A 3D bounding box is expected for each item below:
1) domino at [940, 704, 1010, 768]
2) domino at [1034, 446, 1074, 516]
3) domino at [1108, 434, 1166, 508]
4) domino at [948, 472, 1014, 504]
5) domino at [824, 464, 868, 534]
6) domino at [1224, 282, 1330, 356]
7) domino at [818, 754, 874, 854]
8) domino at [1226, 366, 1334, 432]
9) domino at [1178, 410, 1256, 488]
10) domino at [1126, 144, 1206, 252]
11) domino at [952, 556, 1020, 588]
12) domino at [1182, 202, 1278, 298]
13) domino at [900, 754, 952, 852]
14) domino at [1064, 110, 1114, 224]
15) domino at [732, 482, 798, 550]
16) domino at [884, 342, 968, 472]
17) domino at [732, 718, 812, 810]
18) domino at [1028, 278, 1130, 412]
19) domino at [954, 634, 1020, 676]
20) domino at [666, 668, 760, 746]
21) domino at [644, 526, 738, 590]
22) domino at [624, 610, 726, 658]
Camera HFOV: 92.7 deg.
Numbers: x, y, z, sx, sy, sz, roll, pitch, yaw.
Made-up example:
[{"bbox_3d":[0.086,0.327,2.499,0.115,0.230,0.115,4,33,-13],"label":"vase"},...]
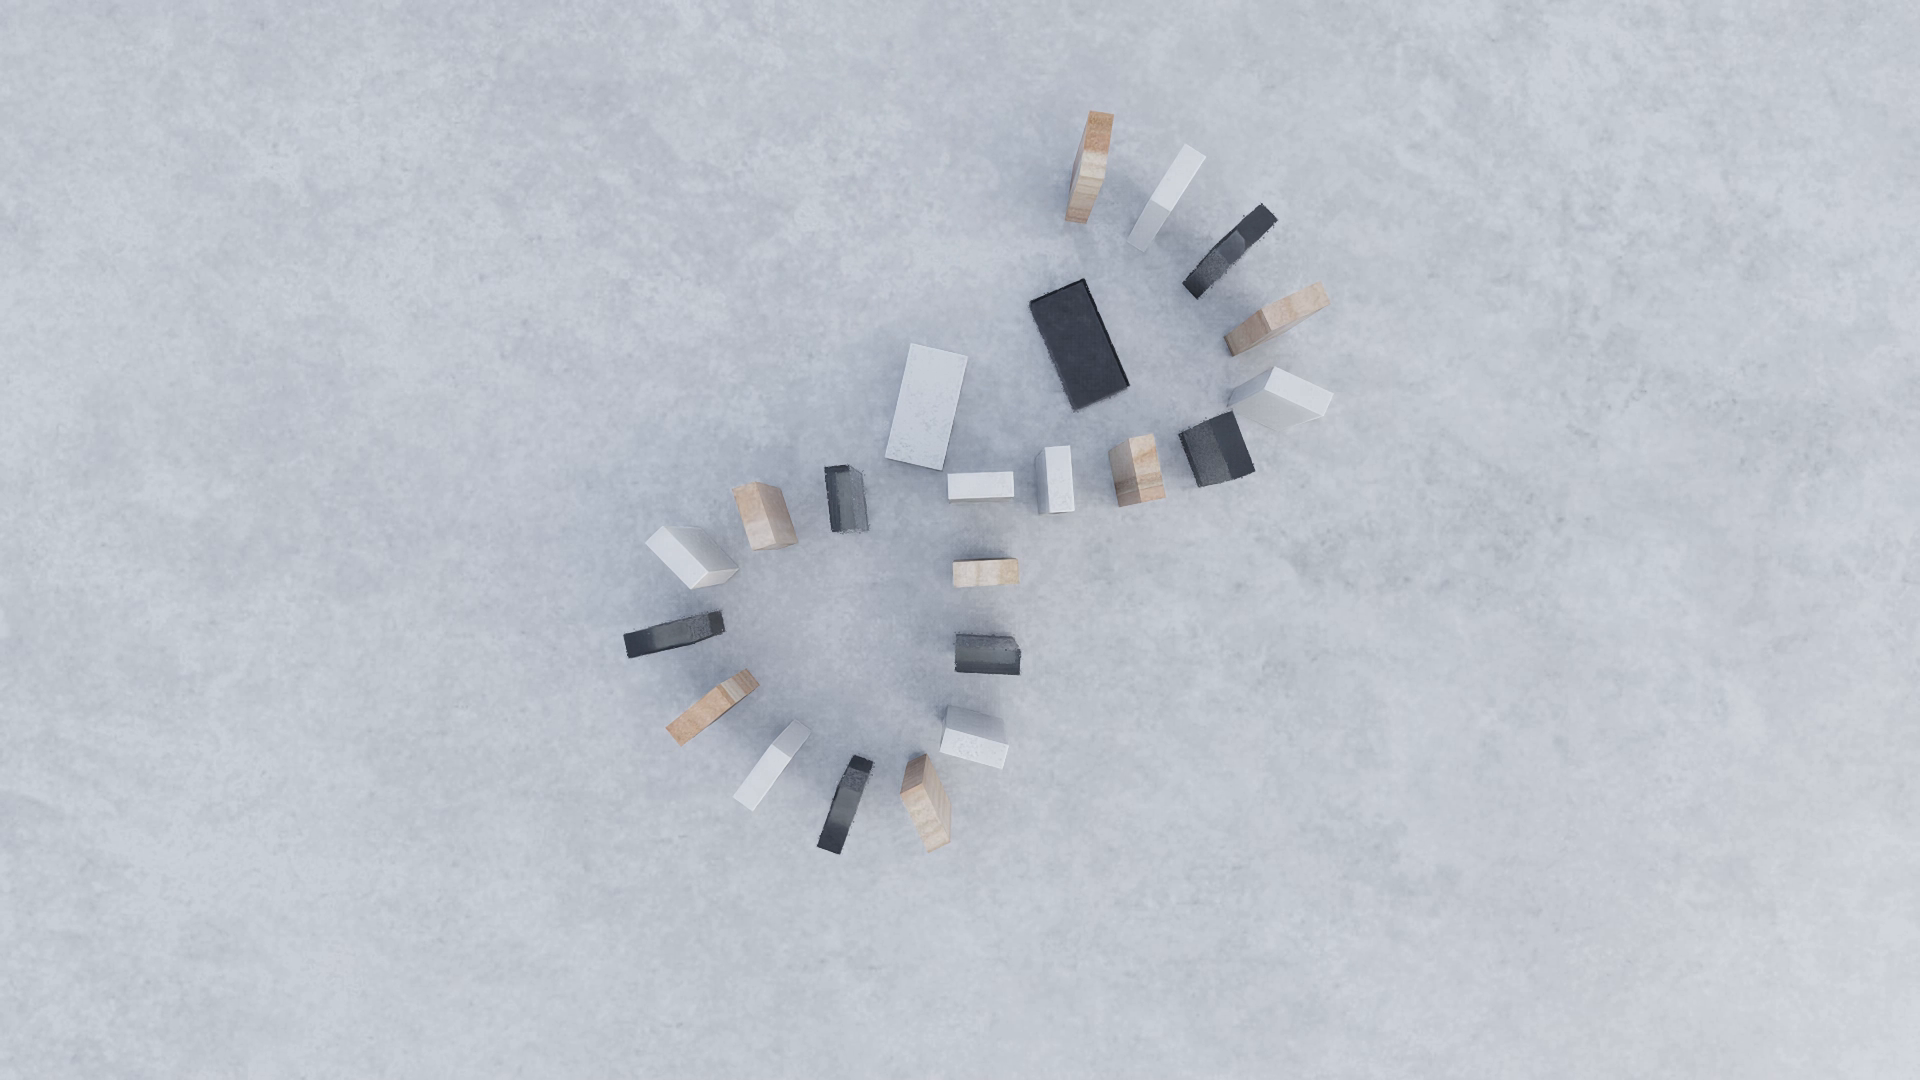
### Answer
[{"bbox_3d":[0.005,0.080,0.375,0.025,0.050,0.010,15,90,0],"label":"domino"},{"bbox_3d":[0.038,-0.023,0.375,0.009,0.050,0.025,-4,90,0],"label":"domino"},{"bbox_3d":[0.072,-0.027,0.375,0.009,0.050,0.025,-11,90,0],"label":"domino"},{"bbox_3d":[0.008,-0.021,0.375,0.025,0.050,0.009,-2,90,0],"label":"domino"},{"bbox_3d":[-0.046,-0.016,0.375,0.009,0.050,0.025,-7,90,0],"label":"domino"},{"bbox_3d":[0.128,-0.089,0.375,0.025,0.050,0.009,-25,90,0],"label":"domino"},{"bbox_3d":[-0.046,0.107,0.375,0.009,0.050,0.025,19,90,0],"label":"domino"},{"bbox_3d":[0.130,-0.057,0.375,0.025,0.050,0.010,25,90,0],"label":"domino"},{"bbox_3d":[0.104,-0.036,0.375,0.009,0.050,0.025,-21,90,0],"label":"domino"},{"bbox_3d":[0.083,-0.139,0.375,0.009,0.050,0.025,33,90,0],"label":"domino"},{"bbox_3d":[0.010,0.013,0.375,0.025,0.050,0.009,-3,90,0],"label":"domino"},{"bbox_3d":[0.109,-0.117,0.375,0.025,0.050,0.009,-43,90,0],"label":"domino"},{"bbox_3d":[-0.013,0.106,0.375,0.010,0.050,0.025,-26,90,0],"label":"domino"},{"bbox_3d":[0.052,-0.151,0.375,0.009,0.050,0.025,9,90,0],"label":"domino"},{"bbox_3d":[-0.079,-0.009,0.375,0.010,0.050,0.025,-18,90,0],"label":"domino"},{"bbox_3d":[-0.014,-0.057,0.395,0.025,0.009,0.050,13,90,0],"label":"domino"},{"bbox_3d":[-0.076,0.091,0.375,0.009,0.050,0.025,36,90,0],"label":"domino"},{"bbox_3d":[0.051,-0.084,0.395,0.025,0.010,0.050,-23,90,0],"label":"domino"},{"bbox_3d":[0.011,0.046,0.375,0.025,0.050,0.010,3,90,0],"label":"domino"},{"bbox_3d":[-0.100,0.068,0.375,0.025,0.050,0.010,-39,90,0],"label":"domino"},{"bbox_3d":[-0.108,0.007,0.375,0.009,0.050,0.025,-44,90,0],"label":"domino"},{"bbox_3d":[-0.116,0.038,0.375,0.025,0.050,0.009,-13,90,0],"label":"domino"}]
